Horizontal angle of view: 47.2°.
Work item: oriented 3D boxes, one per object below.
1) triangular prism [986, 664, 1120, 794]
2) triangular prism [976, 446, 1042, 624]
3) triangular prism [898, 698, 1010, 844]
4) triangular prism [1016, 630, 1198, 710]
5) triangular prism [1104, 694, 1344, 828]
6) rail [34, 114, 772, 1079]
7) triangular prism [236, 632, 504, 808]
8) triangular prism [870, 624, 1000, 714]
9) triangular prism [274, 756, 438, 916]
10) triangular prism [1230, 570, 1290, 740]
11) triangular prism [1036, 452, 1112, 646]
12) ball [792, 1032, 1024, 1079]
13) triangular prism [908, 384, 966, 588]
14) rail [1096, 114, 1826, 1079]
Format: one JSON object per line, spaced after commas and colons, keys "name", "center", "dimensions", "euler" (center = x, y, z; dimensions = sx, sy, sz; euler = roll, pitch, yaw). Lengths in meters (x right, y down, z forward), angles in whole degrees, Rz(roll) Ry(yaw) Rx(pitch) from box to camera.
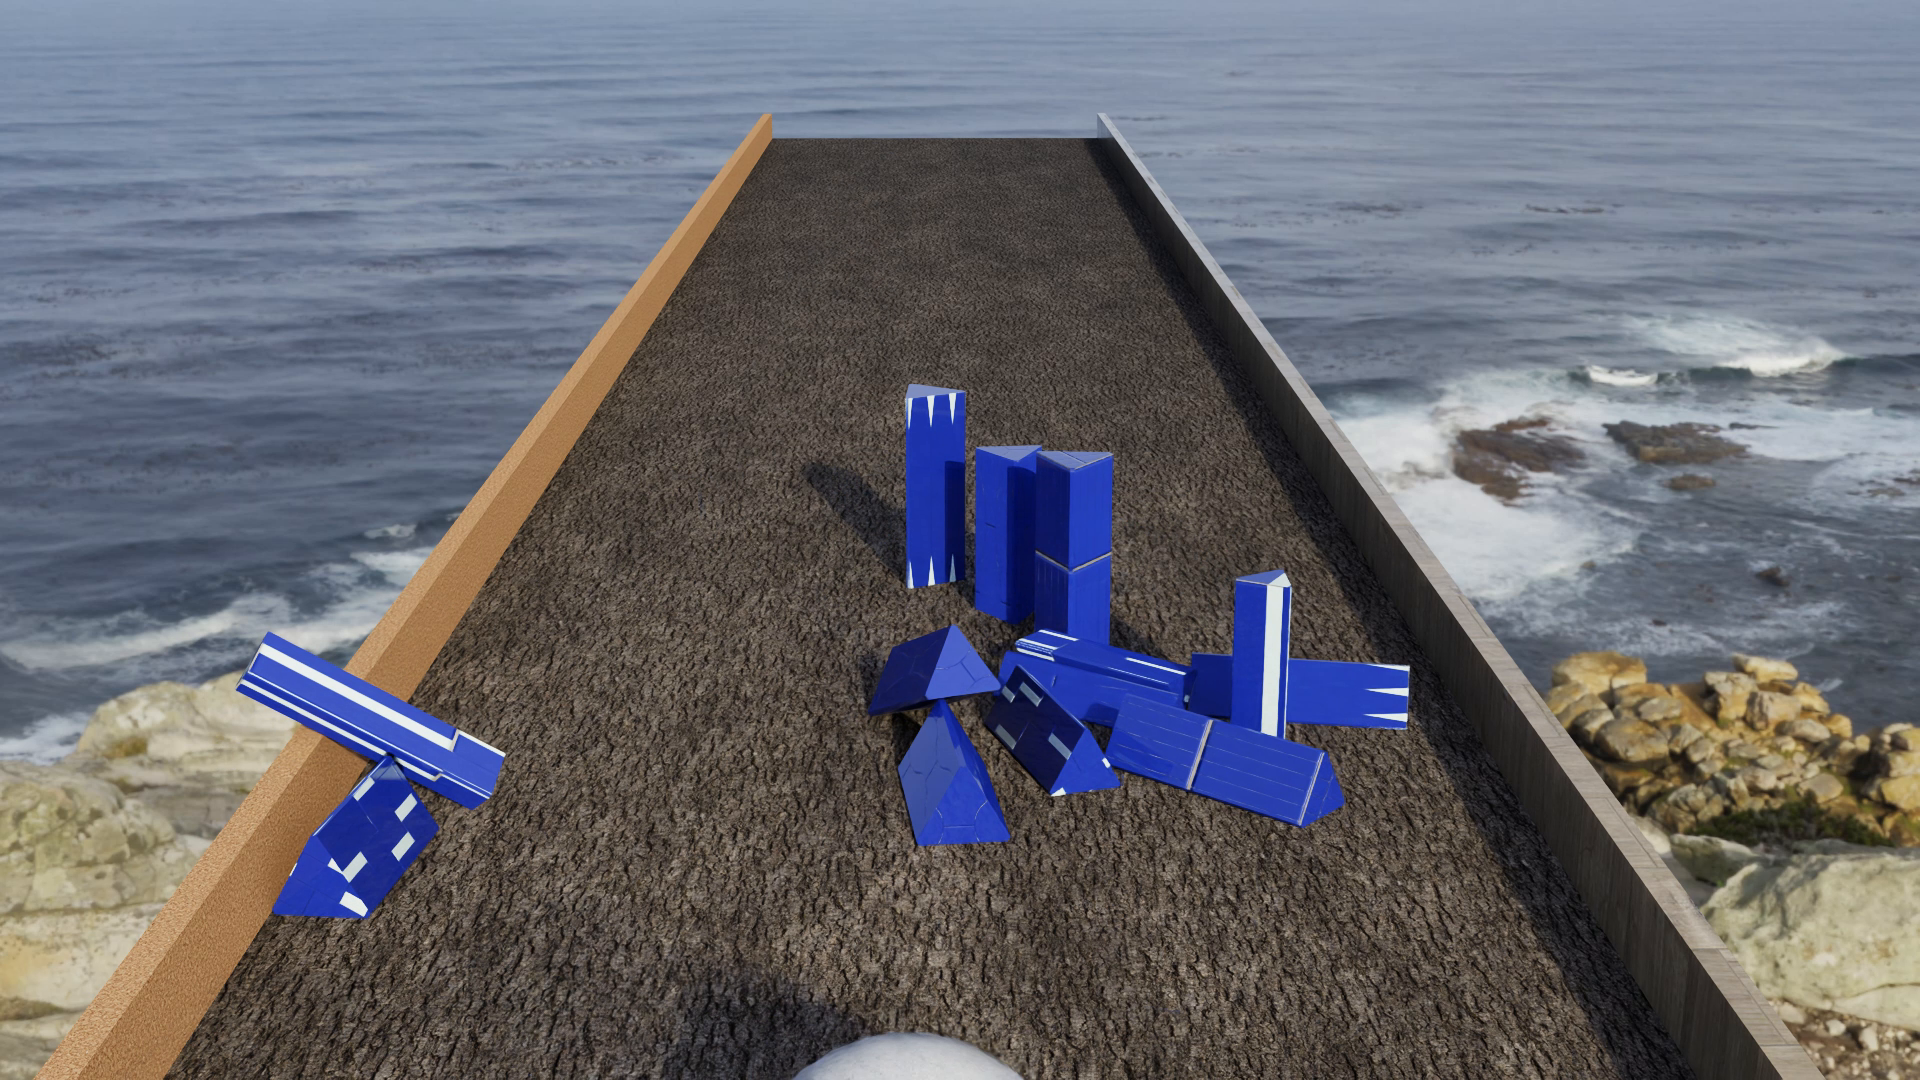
{"name": "triangular prism", "center": [0.162, 0.329, 3.914], "dimensions": [0.129, 0.112, 0.345], "euler": [-5, 17, -17]}
{"name": "triangular prism", "center": [0.123, -0.019, 4.664], "dimensions": [0.120, 0.356, 0.139], "euler": [-12, 20, -35]}
{"name": "triangular prism", "center": [-0.013, 0.382, 3.699], "dimensions": [0.151, 0.131, 0.313], "euler": [-2, 17, -7]}
{"name": "triangular prism", "center": [0.284, 0.237, 4.211], "dimensions": [0.361, 0.096, 0.083], "euler": [14, 53, 38]}
{"name": "triangular prism", "center": [0.450, 0.366, 3.787], "dimensions": [0.414, 0.114, 0.131], "euler": [14, 22, 40]}
{"name": "rail", "center": [-1.118, -0.838, 7.780], "dimensions": [0.050, 0.150, 12.000], "euler": [0, 17, -1]}
{"name": "triangular prism", "center": [-0.961, 0.293, 3.617], "dimensions": [0.436, 0.094, 0.109], "euler": [30, -30, -16]}
{"name": "triangular prism", "center": [-0.059, 0.234, 3.993], "dimensions": [0.139, 0.121, 0.332], "euler": [-6, -7, -21]}
{"name": "triangular prism", "center": [-0.947, 0.457, 3.447], "dimensions": [0.151, 0.131, 0.315], "euler": [1, 17, 6]}
{"name": "triangular prism", "center": [0.545, 0.224, 3.882], "dimensions": [0.102, 0.337, 0.088], "euler": [9, 19, 28]}
{"name": "triangular prism", "center": [0.205, 0.036, 4.367], "dimensions": [0.128, 0.420, 0.148], "euler": [11, 20, 33]}
{"name": "ball", "center": [-0.055, 0.691, 2.281], "dimensions": [0.354, 0.354, 0.354], "euler": [0, 17, 0]}
{"name": "triangular prism", "center": [-0.080, -0.125, 4.891], "dimensions": [0.143, 0.431, 0.124], "euler": [-9, 19, -27]}
{"name": "rail", "center": [0.932, -0.844, 7.801], "dimensions": [0.050, 0.150, 12.000], "euler": [0, 17, -1]}
